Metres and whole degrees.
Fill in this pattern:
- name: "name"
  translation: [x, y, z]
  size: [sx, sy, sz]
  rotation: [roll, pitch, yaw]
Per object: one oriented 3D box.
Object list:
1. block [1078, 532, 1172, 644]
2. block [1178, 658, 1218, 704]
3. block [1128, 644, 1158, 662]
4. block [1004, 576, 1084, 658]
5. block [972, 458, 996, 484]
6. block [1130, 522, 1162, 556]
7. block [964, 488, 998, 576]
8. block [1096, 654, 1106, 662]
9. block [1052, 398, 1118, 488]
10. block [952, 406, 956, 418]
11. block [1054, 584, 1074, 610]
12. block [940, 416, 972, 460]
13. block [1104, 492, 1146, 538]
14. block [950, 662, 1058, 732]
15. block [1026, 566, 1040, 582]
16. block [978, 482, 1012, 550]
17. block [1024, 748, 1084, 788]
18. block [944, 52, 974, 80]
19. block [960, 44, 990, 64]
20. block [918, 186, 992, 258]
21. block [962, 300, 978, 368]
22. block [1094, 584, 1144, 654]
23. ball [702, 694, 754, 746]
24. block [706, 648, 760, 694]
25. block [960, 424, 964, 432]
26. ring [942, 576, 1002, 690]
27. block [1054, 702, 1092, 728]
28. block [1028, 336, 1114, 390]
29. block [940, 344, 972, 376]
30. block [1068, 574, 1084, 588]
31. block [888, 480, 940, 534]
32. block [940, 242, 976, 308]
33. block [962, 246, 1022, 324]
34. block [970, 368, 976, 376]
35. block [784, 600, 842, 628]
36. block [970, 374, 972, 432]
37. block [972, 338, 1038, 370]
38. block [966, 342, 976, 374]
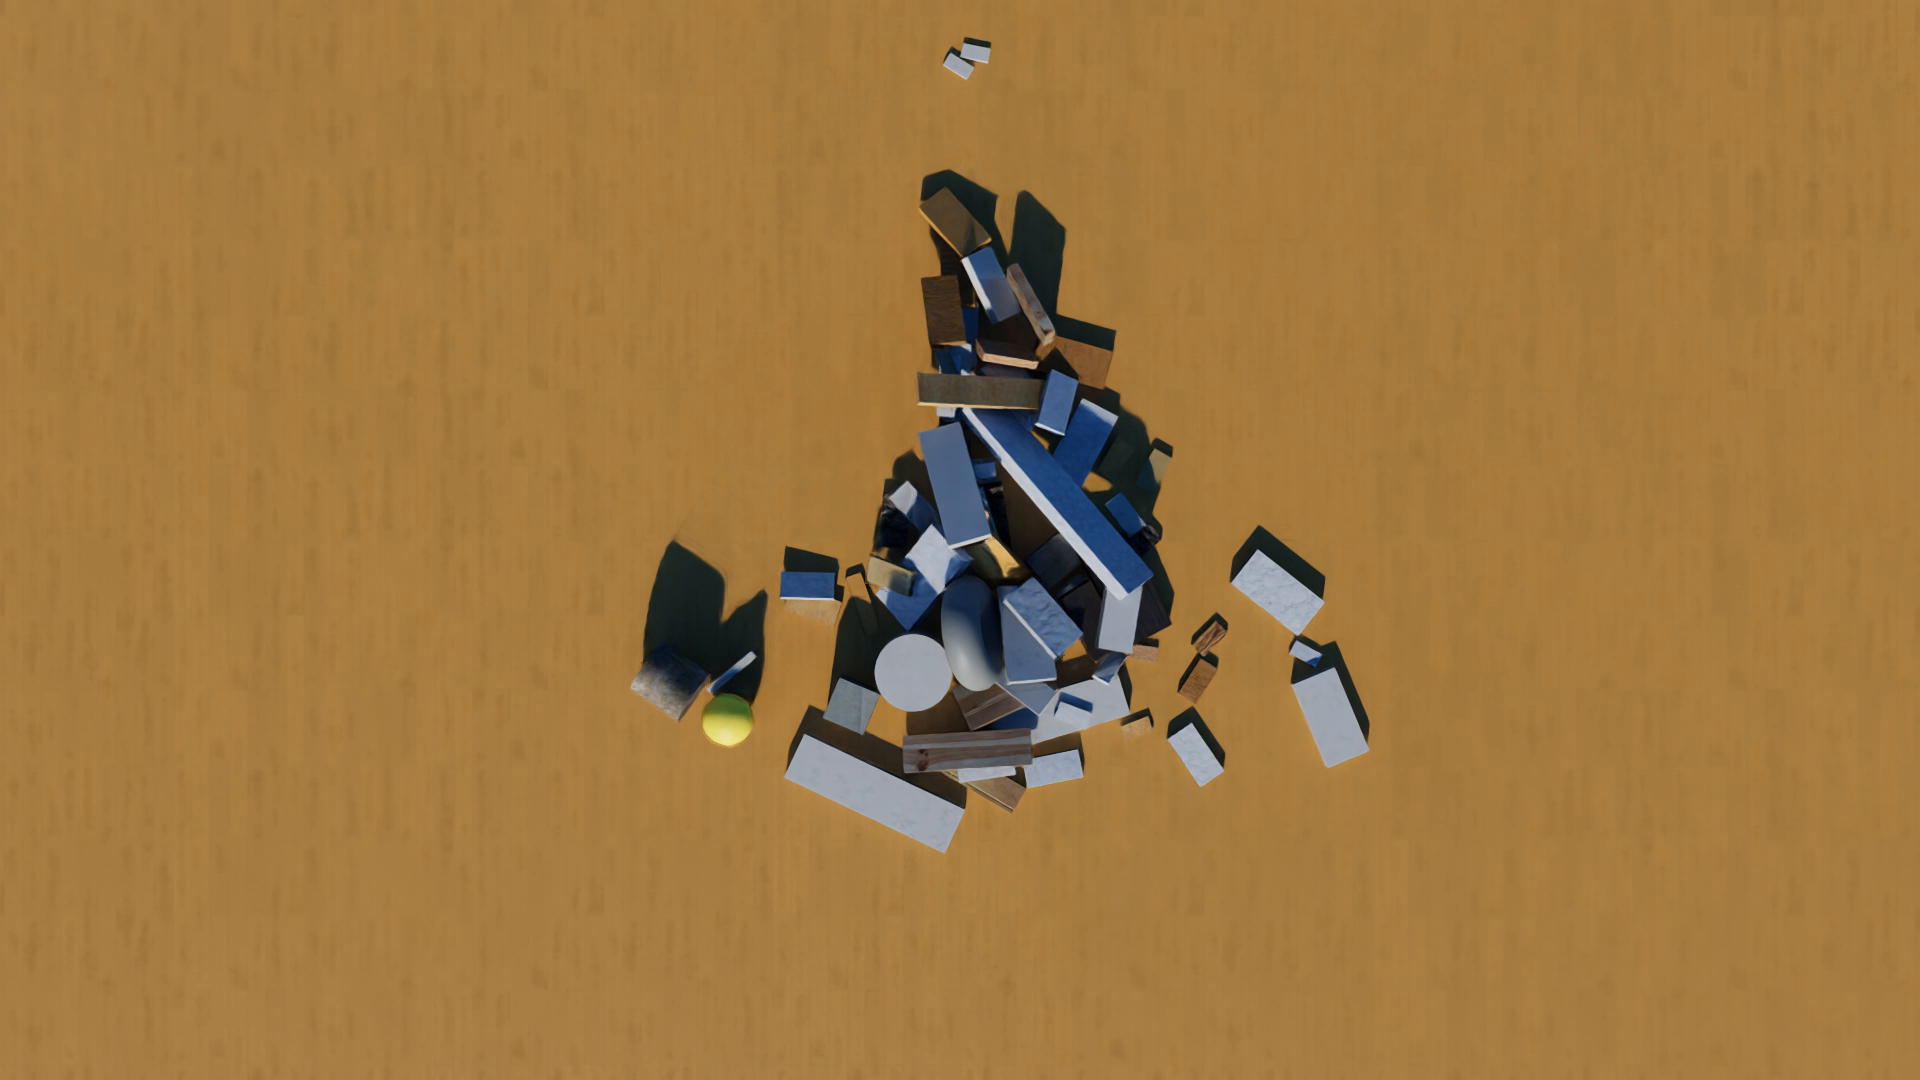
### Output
- name: "block"
  translation: [0.547, 0.167, 5.450]
  size: [0.170, 0.048, 0.340]
  rotation: [-28, 95, -7]
- name: "block"
  translation: [0.792, 0.469, 5.490]
  size: [0.069, 0.020, 0.139]
  rotation: [33, 90, 0]
- name: "block"
  translation: [0.609, 0.376, 5.493]
  size: [0.099, 0.014, 0.050]
  rotation: [9, 90, 0]
- name: "block"
  translation: [0.271, 0.252, 5.350]
  size: [0.125, 0.035, 0.249]
  rotation: [-39, 84, -19]
- name: "block"
  translation: [0.059, -0.135, 5.419]
  size: [0.135, 0.038, 0.269]
  rotation: [-7, 118, -1]
- name: "block"
  translation: [0.596, 0.014, 5.488]
  size: [0.139, 0.020, 0.069]
  rotation: [-39, 94, 0]
- name: "block"
  translation: [0.048, -0.021, 5.390]
  size: [0.142, 0.040, 0.284]
  rotation: [-16, 118, 4]
- name: "block"
  translation: [0.478, 0.347, 5.468]
  size: [0.121, 0.017, 0.060]
  rotation: [-37, 86, -21]
- name: "block"
  translation: [0.403, -0.320, 5.481]
  size: [0.135, 0.038, 0.269]
  rotation: [28, 90, 0]
- name: "block"
  translation: [-0.040, -0.459, 5.353]
  size: [0.058, 0.016, 0.115]
  rotation: [7, 94, -1]
- name: "block"
  translation: [0.300, 0.297, 5.430]
  size: [0.300, 0.042, 0.150]
  rotation: [-40, 81, -15]
- name: "block"
  translation: [-0.015, -0.325, 5.454]
  size: [0.100, 0.028, 0.201]
  rotation: [-2, 109, 0]
- name: "block"
  translation: [0.550, -0.085, 5.490]
  size: [0.069, 0.020, 0.138]
  rotation: [-37, 90, 0]
- name: "block"
  translation: [0.148, 0.493, 5.450]
  size: [0.319, 0.045, 0.159]
  rotation: [-25, 74, -2]
- name: "block"
  translation: [0.256, 0.110, 5.489]
  size: [0.139, 0.020, 0.069]
  rotation: [-23, 92, 0]
- name: "block"
  translation: [0.089, -0.056, 5.420]
  size: [0.135, 0.038, 0.269]
  rotation: [-9, 118, 0]
- name: "block"
  translation: [0.308, 0.759, 5.487]
  size: [0.189, 0.027, 0.095]
  rotation: [-11, 90, 0]
- name: "block"
  translation: [-0.005, -1.578, 5.493]
  size: [0.093, 0.013, 0.046]
  rotation: [32, 90, 0]
- name: "block"
  translation: [0.052, -1.622, 5.493]
  size: [0.093, 0.013, 0.046]
  rotation: [11, 90, 0]
- name: "block"
  translation: [-0.018, -1.045, 5.453]
  size: [0.118, 0.033, 0.236]
  rotation: [-39, 80, -10]
- name: "block"
  translation: [0.003, -0.681, 5.467]
  size: [0.112, 0.032, 0.224]
  rotation: [1, 98, -1]
- name: "block"
  translation: [0.520, 0.243, 5.397]
  size: [0.119, 0.034, 0.239]
  rotation: [10, 88, -15]
- name: "ball"
  translation: [-0.761, 0.589, 5.416]
  size: [0.169, 0.169, 0.169]
  rotation: [0, 90, 0]
- name: "block"
  translation: [-0.750, 0.435, 5.451]
  size: [0.194, 0.097, 0.027]
  rotation: [-40, 92, 0]
- name: "block"
  translation: [-0.019, -0.287, 5.401]
  size: [0.085, 0.024, 0.170]
  rotation: [-11, 98, 1]
- name: "ring"
  translation: [0.042, 0.300, 5.330]
  size: [0.126, 0.378, 0.378]
  rotation: [-9, 90, 16]
- name: "block"
  translation: [0.373, 0.578, 5.450]
  size: [0.113, 0.016, 0.057]
  rotation: [21, 90, 0]
- name: "block"
  translation: [0.368, -0.596, 5.482]
  size: [0.258, 0.037, 0.129]
  rotation: [16, 90, 0]
- name: "block"
  translation: [-0.018, -0.543, 5.395]
  size: [0.100, 0.028, 0.201]
  rotation: [2, 104, -1]
- name: "block"
  translation: [0.413, 0.170, 5.492]
  size: [0.053, 0.015, 0.106]
  rotation: [-39, 90, 0]
- name: "block"
  translation: [-0.149, -0.107, 5.467]
  size: [0.085, 0.024, 0.170]
  rotation: [-44, 100, -9]
- name: "block"
  translation: [-0.008, -0.876, 5.442]
  size: [0.112, 0.032, 0.224]
  rotation: [0, 75, -1]
- name: "block"
  translation: [0.104, -0.839, 5.439]
  size: [0.118, 0.033, 0.236]
  rotation: [-31, 97, -39]
- name: "block"
  translation: [0.047, -0.516, 5.423]
  size: [0.014, 0.048, 0.095]
  rotation: [-7, 105, 2]
- name: "block"
  translation: [-0.489, 0.219, 5.487]
  size: [0.177, 0.025, 0.089]
  rotation: [19, 90, 0]
- name: "block"
  translation: [-0.010, -0.456, 5.447]
  size: [0.100, 0.028, 0.201]
  rotation: [-3, 105, 0]
- name: "block"
  translation: [0.149, -0.613, 5.410]
  size: [0.201, 0.100, 0.028]
  rotation: [6, 126, -27]
- name: "block"
  translation: [0.000, -0.542, 5.456]
  size: [0.112, 0.032, 0.224]
  rotation: [-2, 105, 0]
